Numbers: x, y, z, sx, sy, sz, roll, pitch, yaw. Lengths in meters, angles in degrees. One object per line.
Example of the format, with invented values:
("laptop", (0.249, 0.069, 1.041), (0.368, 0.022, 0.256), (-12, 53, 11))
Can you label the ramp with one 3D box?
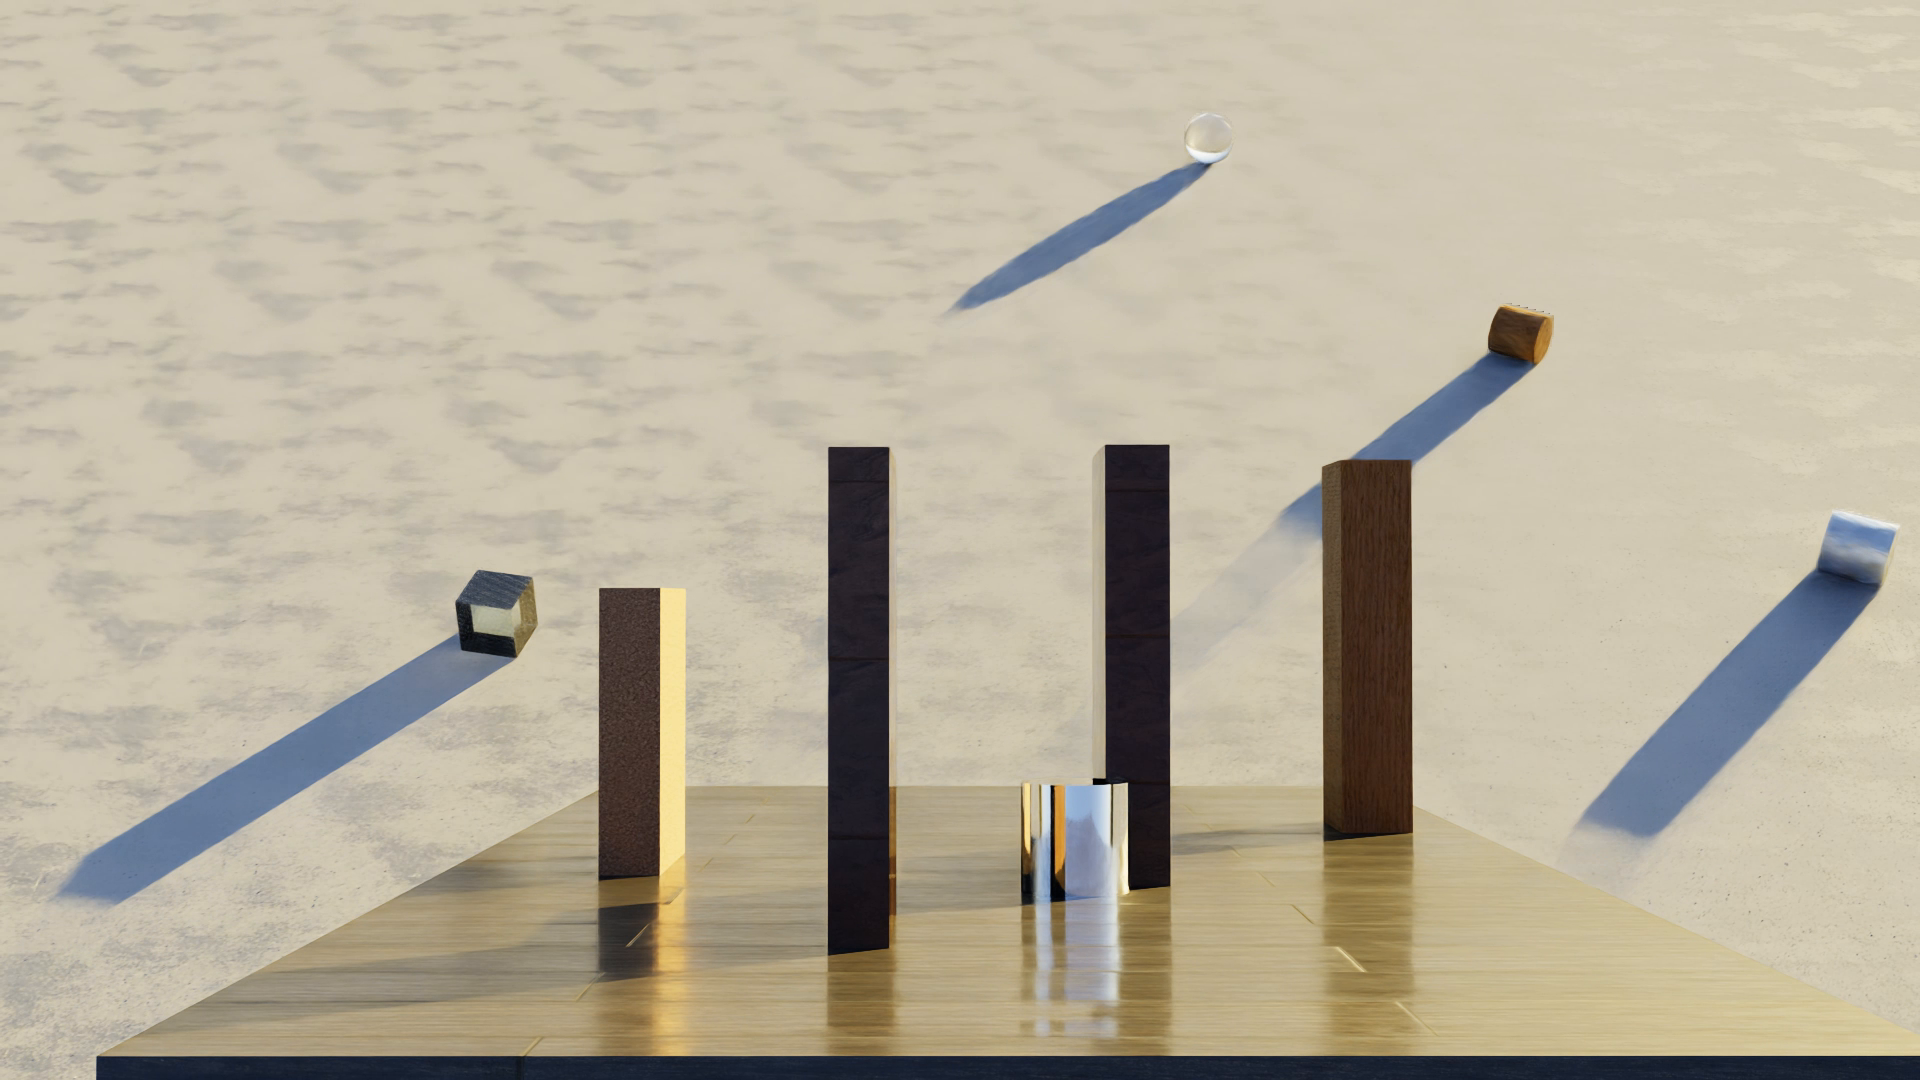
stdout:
("ramp", (0.074, 0.647, 4.777), (2.000, 0.100, 4.000), (0, -1, 0))

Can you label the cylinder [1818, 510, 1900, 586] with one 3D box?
("cylinder", (2.662, 0.024, 7.687), (0.187, 0.187, 0.187), (17, 37, 23))

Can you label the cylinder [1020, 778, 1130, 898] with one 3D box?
("cylinder", (0.193, 0.496, 4.344), (0.183, 0.183, 0.183), (0, -1, 0))

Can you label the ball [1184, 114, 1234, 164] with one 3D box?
("ball", (0.966, -1.555, 10.058), (0.194, 0.194, 0.194), (0, 34, 0))

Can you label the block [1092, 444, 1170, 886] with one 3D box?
("block", (0.303, 0.218, 4.637), (0.111, 0.753, 0.426), (0, -1, 0))

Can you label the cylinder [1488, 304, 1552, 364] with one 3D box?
("cylinder", (1.899, -0.698, 8.791), (0.164, 0.164, 0.164), (19, 38, 27))

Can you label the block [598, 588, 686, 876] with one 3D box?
("block", (-0.585, 0.344, 4.803), (0.109, 0.509, 0.417), (0, -1, 0))

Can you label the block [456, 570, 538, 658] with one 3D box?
("block", (-1.324, 0.211, 7.423), (0.168, 0.168, 0.168), (7, 34, 11))

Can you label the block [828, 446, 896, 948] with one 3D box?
("block", (-0.142, 0.225, 3.845), (0.086, 0.703, 0.412), (0, -1, 0))

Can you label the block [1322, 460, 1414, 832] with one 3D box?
("block", (0.872, 0.225, 5.566), (0.148, 0.780, 0.279), (0, -1, 0))
